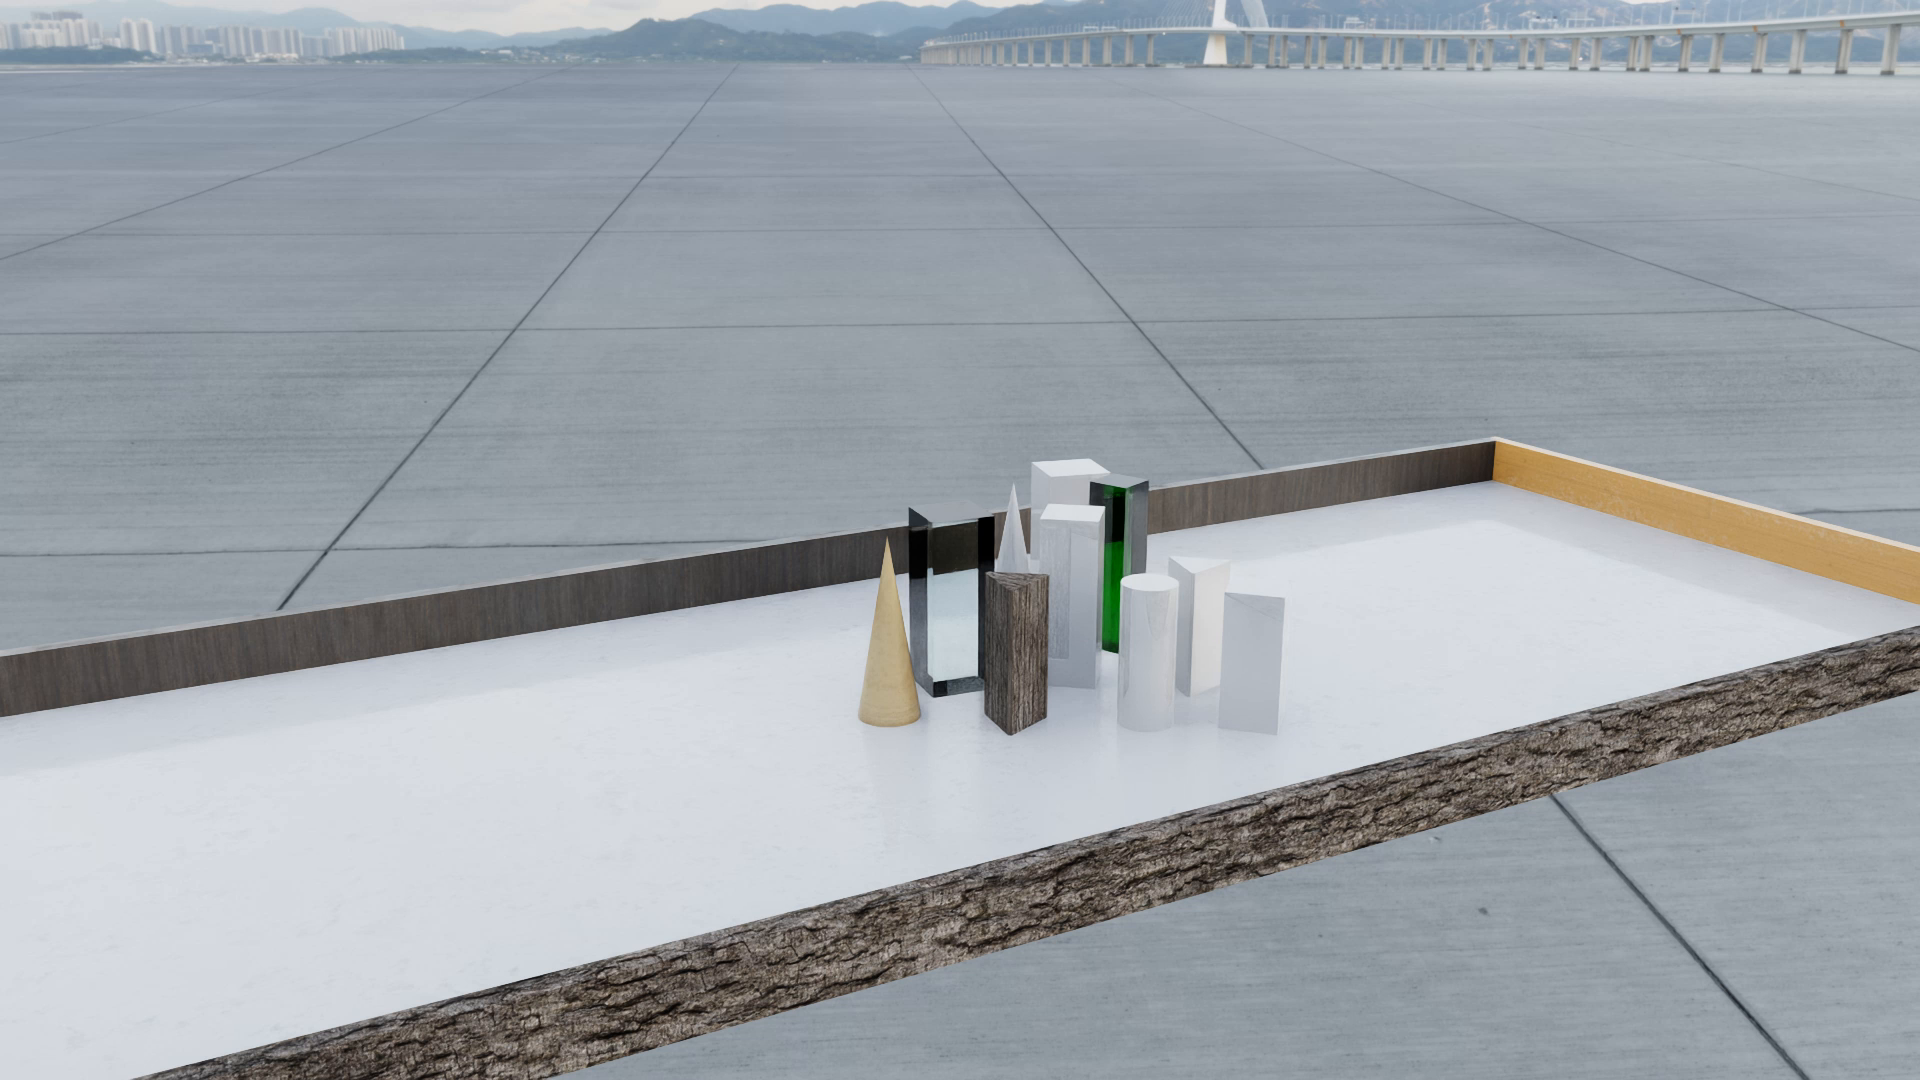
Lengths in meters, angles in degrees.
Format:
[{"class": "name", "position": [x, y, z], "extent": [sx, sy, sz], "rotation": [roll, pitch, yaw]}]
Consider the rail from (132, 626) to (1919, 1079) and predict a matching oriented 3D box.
[{"class": "rail", "position": [-2.336, 1.006, 1.665], "extent": [12.000, 0.150, 0.050], "rotation": [-9, 18, -27]}]

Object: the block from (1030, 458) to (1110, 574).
[{"class": "block", "position": [0.305, 0.001, 4.609], "extent": [0.172, 0.419, 0.172], "rotation": [-4, 17, -14]}]

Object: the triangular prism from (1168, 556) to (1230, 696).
[{"class": "triangular prism", "position": [0.566, 0.205, 4.093], "extent": [0.129, 0.318, 0.149], "rotation": [15, 22, 42]}]

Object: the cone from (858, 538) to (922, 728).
[{"class": "cone", "position": [-0.168, 0.204, 3.872], "extent": [0.152, 0.446, 0.152], "rotation": [0, 16, 0]}]

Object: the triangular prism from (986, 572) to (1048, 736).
[{"class": "triangular prism", "position": [0.111, 0.256, 3.858], "extent": [0.127, 0.354, 0.147], "rotation": [13, 21, 37]}]

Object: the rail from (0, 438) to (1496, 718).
[{"class": "rail", "position": [-3.305, 0.497, 3.399], "extent": [12.000, 0.150, 0.050], "rotation": [-9, 18, -27]}]

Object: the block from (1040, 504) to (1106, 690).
[{"class": "block", "position": [0.278, 0.140, 4.114], "extent": [0.143, 0.432, 0.143], "rotation": [3, 17, 11]}]

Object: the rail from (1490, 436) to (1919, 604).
[{"class": "rail", "position": [2.466, -0.048, 5.253], "extent": [0.050, 0.150, 2.100], "rotation": [-9, 18, -27]}]

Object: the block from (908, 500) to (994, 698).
[{"class": "block", "position": [-0.021, 0.144, 4.076], "extent": [0.162, 0.446, 0.162], "rotation": [-7, 18, -21]}]

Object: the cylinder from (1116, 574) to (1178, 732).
[{"class": "cylinder", "position": [0.437, 0.263, 3.849], "extent": [0.134, 0.345, 0.134], "rotation": [0, 16, 0]}]

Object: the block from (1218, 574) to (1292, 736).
[{"class": "block", "position": [0.690, 0.267, 3.852], "extent": [0.137, 0.335, 0.137], "rotation": [5, 17, 17]}]

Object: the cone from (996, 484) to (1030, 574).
[{"class": "cone", "position": [0.139, 0.062, 4.343], "extent": [0.166, 0.451, 0.166], "rotation": [0, 16, 0]}]

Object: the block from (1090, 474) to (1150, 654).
[{"class": "block", "position": [0.414, 0.063, 4.341], "extent": [0.111, 0.452, 0.111], "rotation": [13, 21, 37]}]
